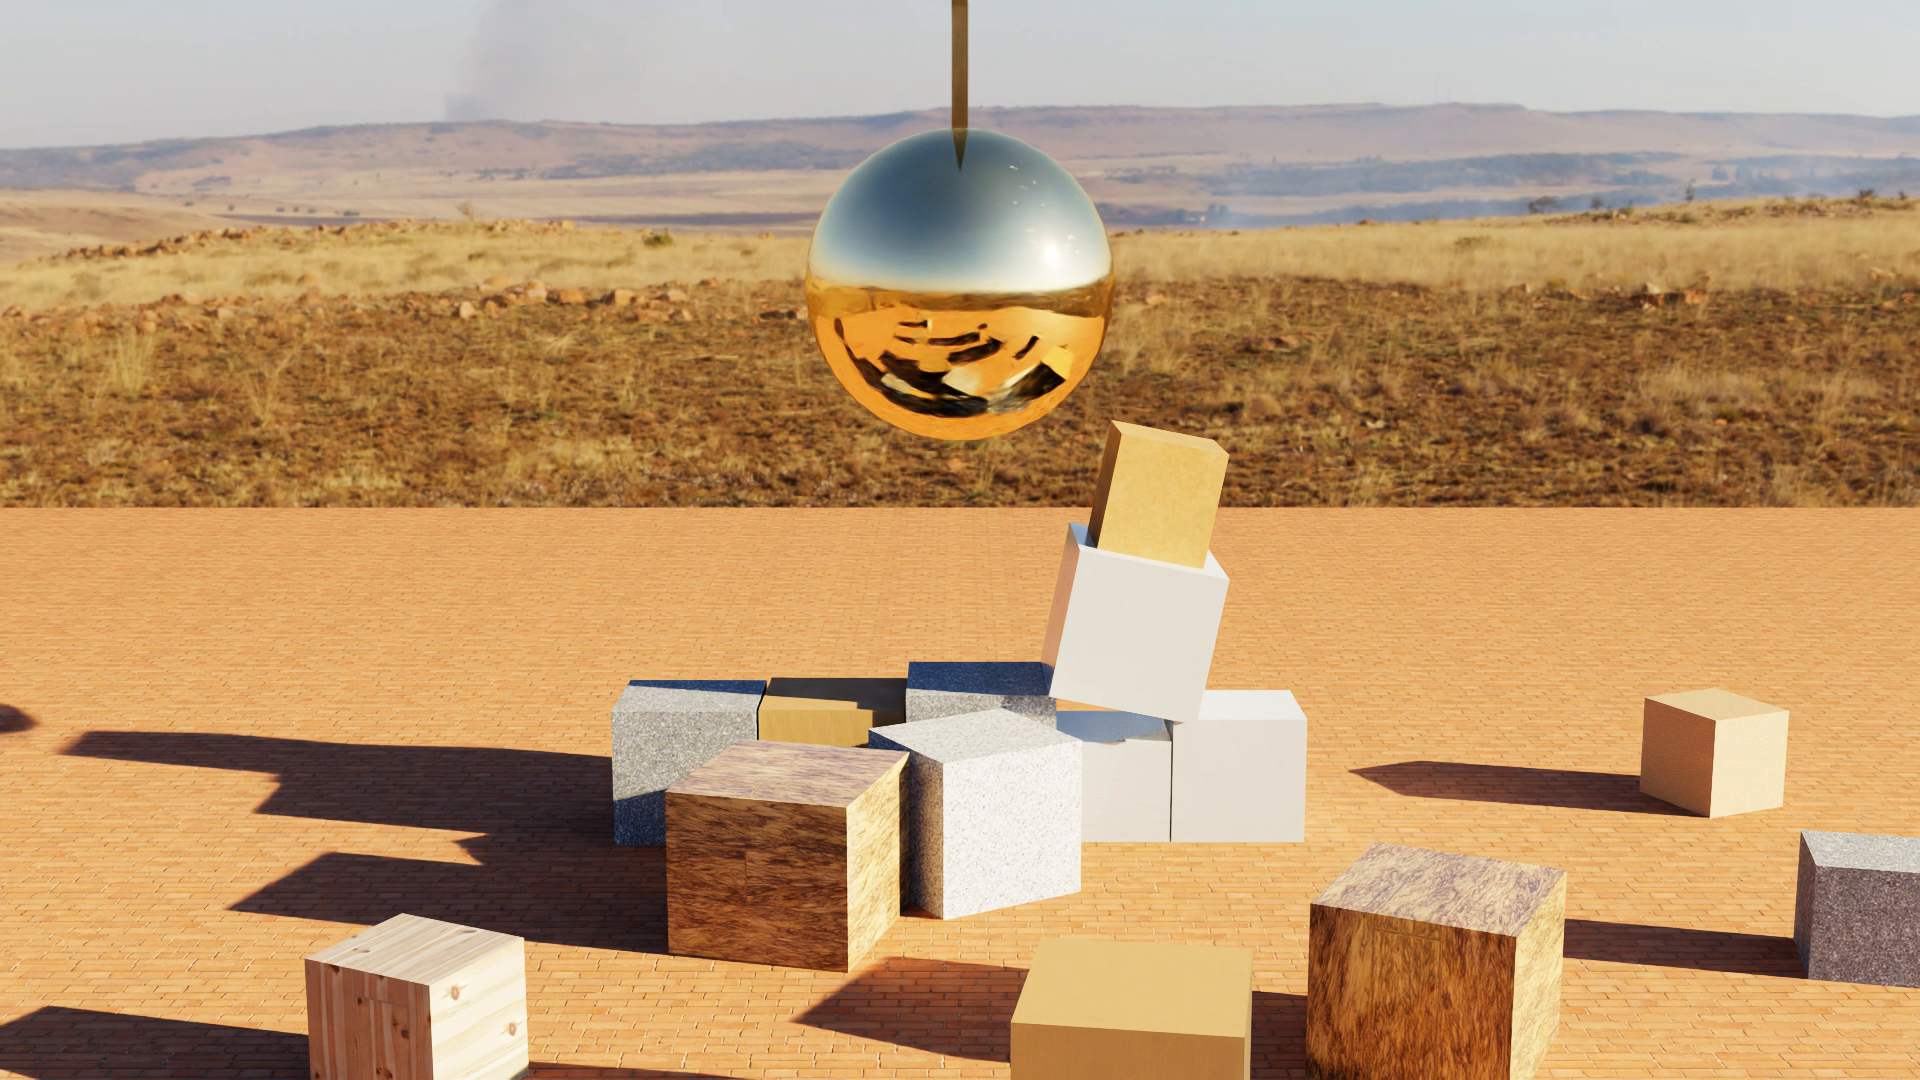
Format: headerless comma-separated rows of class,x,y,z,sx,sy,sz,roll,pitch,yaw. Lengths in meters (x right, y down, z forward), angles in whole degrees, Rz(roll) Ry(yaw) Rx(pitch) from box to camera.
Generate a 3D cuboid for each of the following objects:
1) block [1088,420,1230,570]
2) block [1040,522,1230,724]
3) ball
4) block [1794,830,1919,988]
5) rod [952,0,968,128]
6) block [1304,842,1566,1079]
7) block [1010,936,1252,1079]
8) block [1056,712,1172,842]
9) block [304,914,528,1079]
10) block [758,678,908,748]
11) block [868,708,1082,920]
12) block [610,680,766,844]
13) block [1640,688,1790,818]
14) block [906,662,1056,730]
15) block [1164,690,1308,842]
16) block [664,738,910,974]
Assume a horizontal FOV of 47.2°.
block,0.995,-0.236,11.132,0.542,0.587,0.532,11,10,-4
block,0.876,0.412,11.245,0.750,0.750,0.817,11,10,-3
ball,0.000,-1.313,11.325,1.600,1.600,1.600,0,10,0
block,3.898,1.582,9.457,0.502,0.504,0.502,2,11,13
rod,0.000,-4.613,10.508,0.080,5.200,0.080,0,14,0
block,1.843,1.665,8.482,0.771,0.690,0.829,5,12,27
block,0.597,1.842,7.479,0.750,0.699,0.785,2,10,9
block,0.776,1.218,11.398,0.571,0.524,0.609,0,10,0
block,-2.025,1.785,8.222,0.586,0.547,0.534,5,12,26
block,-0.640,1.131,11.412,0.729,0.691,0.676,0,10,1
block,0.066,1.282,10.448,0.756,0.739,0.698,-6,12,-31
block,-1.382,1.139,11.366,0.721,0.692,0.659,0,10,0
block,4.052,1.138,11.833,0.501,0.528,0.537,-5,11,-24
block,0.105,1.092,11.382,0.752,0.779,0.726,0,10,0
block,1.406,1.162,11.380,0.671,0.641,0.597,0,10,0
block,-0.753,1.391,9.855,0.828,0.736,0.891,3,11,16
